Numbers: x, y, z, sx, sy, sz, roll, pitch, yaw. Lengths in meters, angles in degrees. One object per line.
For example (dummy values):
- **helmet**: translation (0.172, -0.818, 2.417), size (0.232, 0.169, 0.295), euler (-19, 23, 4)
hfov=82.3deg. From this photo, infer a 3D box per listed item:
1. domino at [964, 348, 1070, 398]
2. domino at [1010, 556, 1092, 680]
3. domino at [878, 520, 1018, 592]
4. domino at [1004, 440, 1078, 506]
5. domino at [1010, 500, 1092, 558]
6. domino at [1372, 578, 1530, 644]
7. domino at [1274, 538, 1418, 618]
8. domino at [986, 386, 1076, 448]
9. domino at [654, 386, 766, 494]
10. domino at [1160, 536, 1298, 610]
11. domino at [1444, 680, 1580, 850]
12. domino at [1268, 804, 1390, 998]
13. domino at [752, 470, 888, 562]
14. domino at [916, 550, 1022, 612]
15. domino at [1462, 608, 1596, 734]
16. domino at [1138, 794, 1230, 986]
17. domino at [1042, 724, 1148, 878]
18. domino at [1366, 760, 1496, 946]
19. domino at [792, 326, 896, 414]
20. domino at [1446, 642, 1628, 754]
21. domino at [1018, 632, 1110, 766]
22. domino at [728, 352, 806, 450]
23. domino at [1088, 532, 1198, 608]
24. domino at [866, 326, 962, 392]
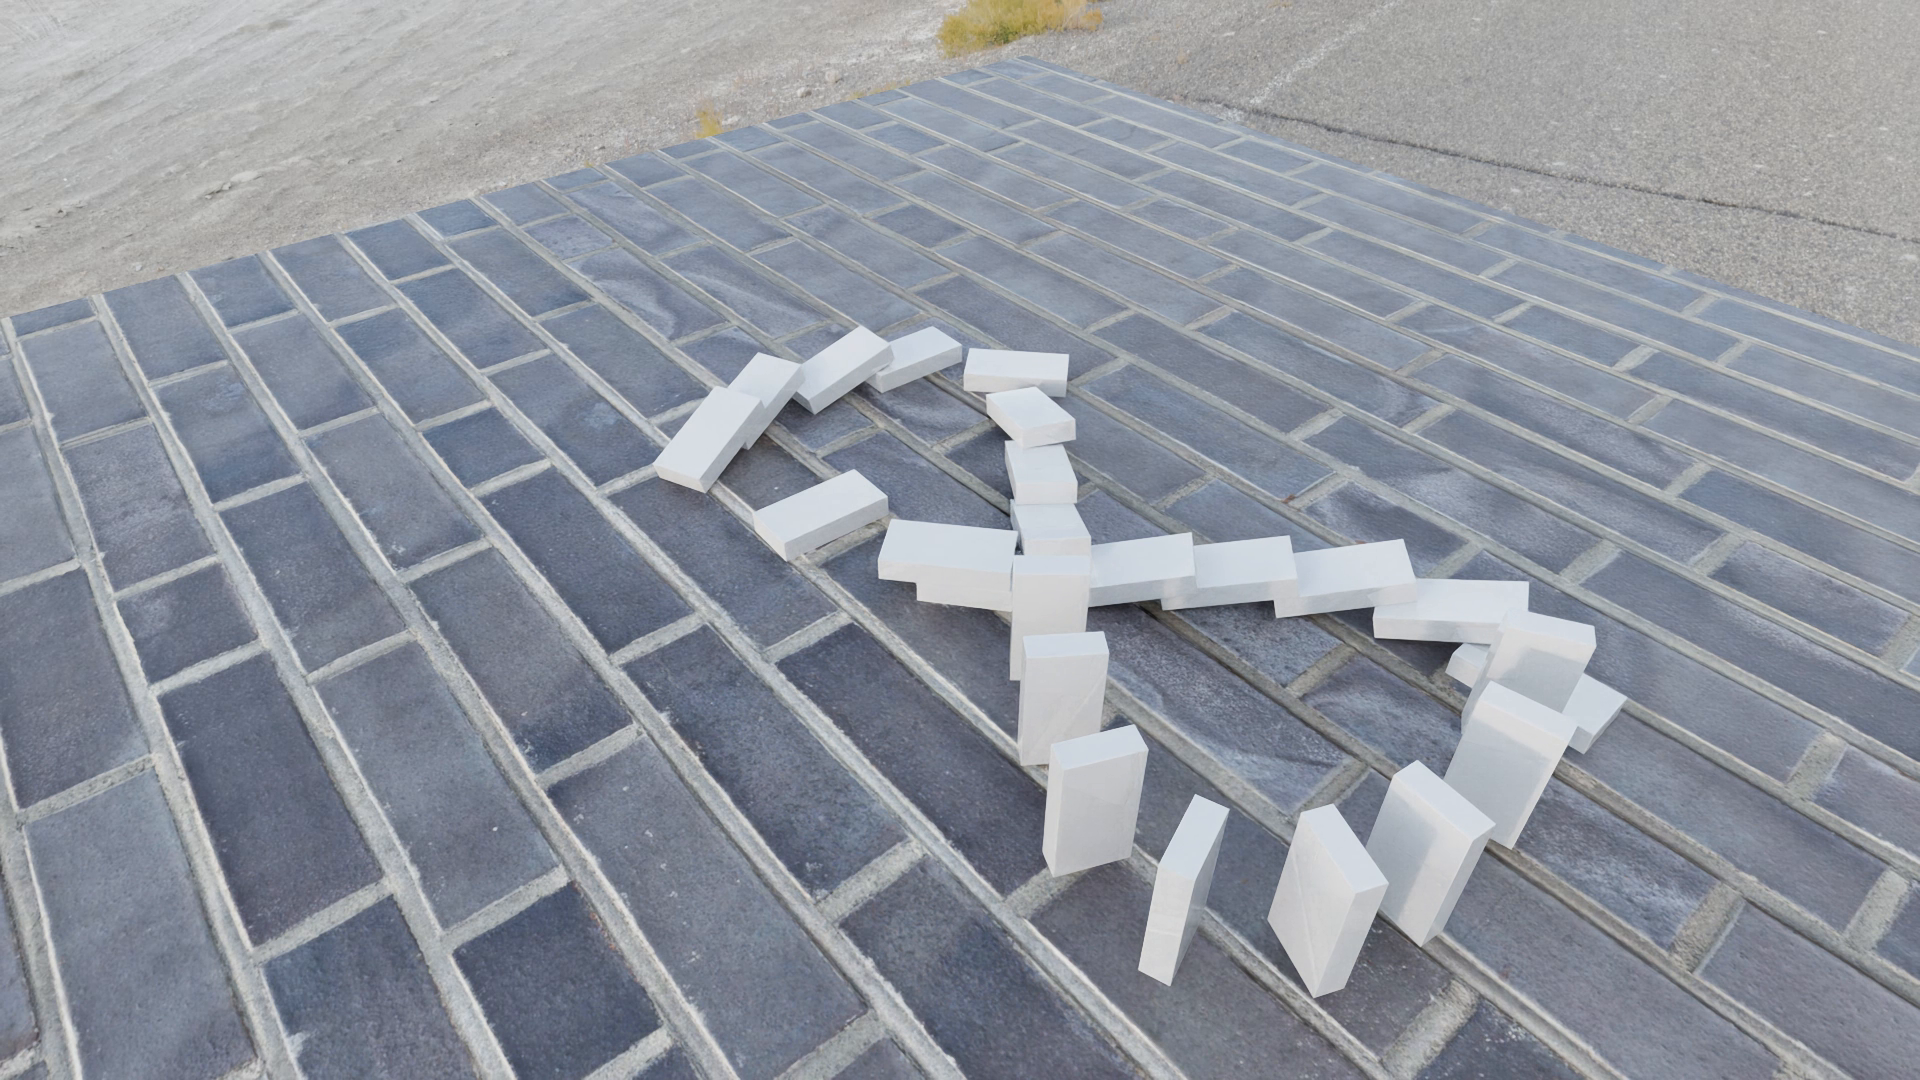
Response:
- **domino**: translation (0.028, -0.083, 0.545), size (0.050, 0.009, 0.025), euler (5, 40, 5)
- **domino**: translation (0.030, 0.027, 0.378), size (0.025, 0.050, 0.009), euler (0, 39, 0)
- **domino**: translation (-0.004, 0.006, 0.422), size (0.050, 0.010, 0.025), euler (6, 40, 7)
- **domino**: translation (0.034, -0.030, 0.470), size (0.025, 0.009, 0.050), euler (-2, 26, -2)
- **domino**: translation (0.035, -0.005, 0.436), size (0.025, 0.010, 0.050), euler (-3, 20, -3)
- **domino**: translation (0.179, 0.026, 0.401), size (0.050, 0.010, 0.025), euler (1, 34, 28)
- **domino**: translation (0.143, 0.015, 0.415), size (0.050, 0.009, 0.025), euler (-8, 37, 15)
- **domino**: translation (0.032, -0.057, 0.504), size (0.025, 0.009, 0.050), euler (-11, 27, -13)
- **domino**: translation (-0.111, -0.045, 0.488), size (0.025, 0.010, 0.050), euler (18, 58, 21)
- **domino**: translation (0.102, 0.013, 0.419), size (0.050, 0.010, 0.025), euler (-7, 38, 13)
- **domino**: translation (0.162, 0.068, 0.329), size (0.025, 0.050, 0.009), euler (28, 47, 30)
- **domino**: translation (0.097, 0.097, 0.293), size (0.009, 0.050, 0.025), euler (-11, 41, -13)
- **domino**: translation (-0.057, -0.011, 0.457), size (0.050, 0.009, 0.025), euler (-26, 46, -28)
- **domino**: translation (0.010, 0.015, 0.426), size (0.050, 0.010, 0.025), euler (6, 40, 8)
- **domino**: translation (0.182, 0.046, 0.355), size (0.025, 0.050, 0.009), euler (13, 41, 15)
- **domino**: translation (0.060, 0.095, 0.296), size (0.009, 0.050, 0.025), euler (20, 44, 23)
- **domino**: translation (0.038, 0.076, 0.318), size (0.025, 0.050, 0.009), euler (-11, 41, -13)
- **domino**: translation (0.127, 0.087, 0.305), size (0.010, 0.050, 0.025), euler (-22, 44, -25)
- **domino**: translation (-0.059, -0.083, 0.535), size (0.050, 0.010, 0.025), euler (-38, 51, -18)
- **domino**: translation (0.199, 0.050, 0.382), size (0.025, 0.009, 0.050), euler (-29, 48, -31)
- **domino**: translation (0.032, 0.051, 0.349), size (0.025, 0.050, 0.009), euler (-3, 39, -4)
- **domino**: translation (-0.097, -0.066, 0.515), size (0.025, 0.010, 0.050), euler (18, 56, 21)
- **domino**: translation (0.064, 0.012, 0.419), size (0.050, 0.010, 0.025), euler (-8, 37, 14)
- **domino**: translation (-0.026, -0.092, 0.555), size (0.050, 0.010, 0.025), euler (-26, 46, -28)
